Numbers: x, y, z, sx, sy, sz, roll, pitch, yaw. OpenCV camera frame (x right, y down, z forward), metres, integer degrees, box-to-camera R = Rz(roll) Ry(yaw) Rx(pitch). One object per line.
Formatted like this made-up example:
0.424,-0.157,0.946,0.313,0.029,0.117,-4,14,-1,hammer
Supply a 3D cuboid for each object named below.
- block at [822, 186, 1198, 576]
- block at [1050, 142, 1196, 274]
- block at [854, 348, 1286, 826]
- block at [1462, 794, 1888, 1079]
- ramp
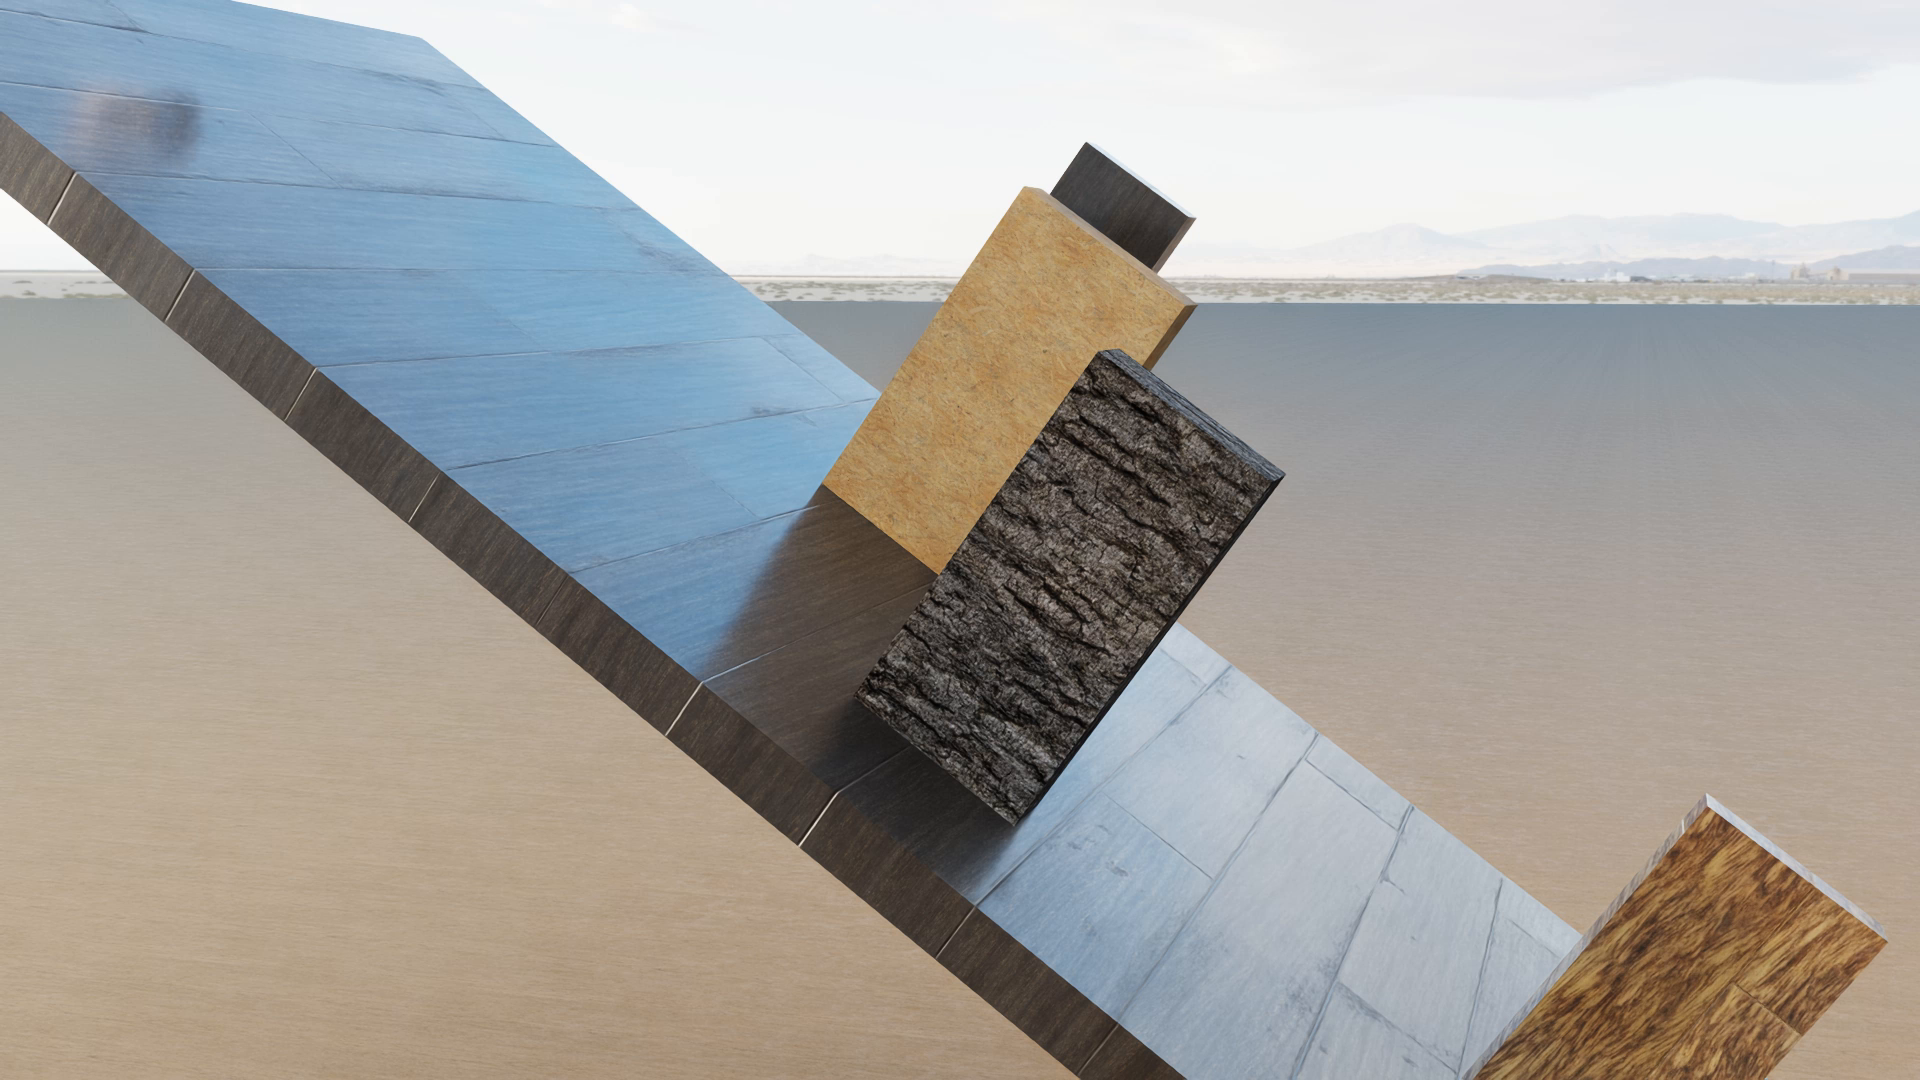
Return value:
0.089,-0.275,4.182,0.375,0.692,0.125,38,16,10,block
0.153,-0.428,4.595,0.264,0.783,0.090,38,16,10,block
0.163,0.072,3.368,0.320,0.663,0.139,38,16,10,block
1.106,0.742,3.448,0.325,0.618,0.091,38,16,10,block
-0.078,0.145,4.076,4.000,0.100,2.000,38,16,10,ramp
